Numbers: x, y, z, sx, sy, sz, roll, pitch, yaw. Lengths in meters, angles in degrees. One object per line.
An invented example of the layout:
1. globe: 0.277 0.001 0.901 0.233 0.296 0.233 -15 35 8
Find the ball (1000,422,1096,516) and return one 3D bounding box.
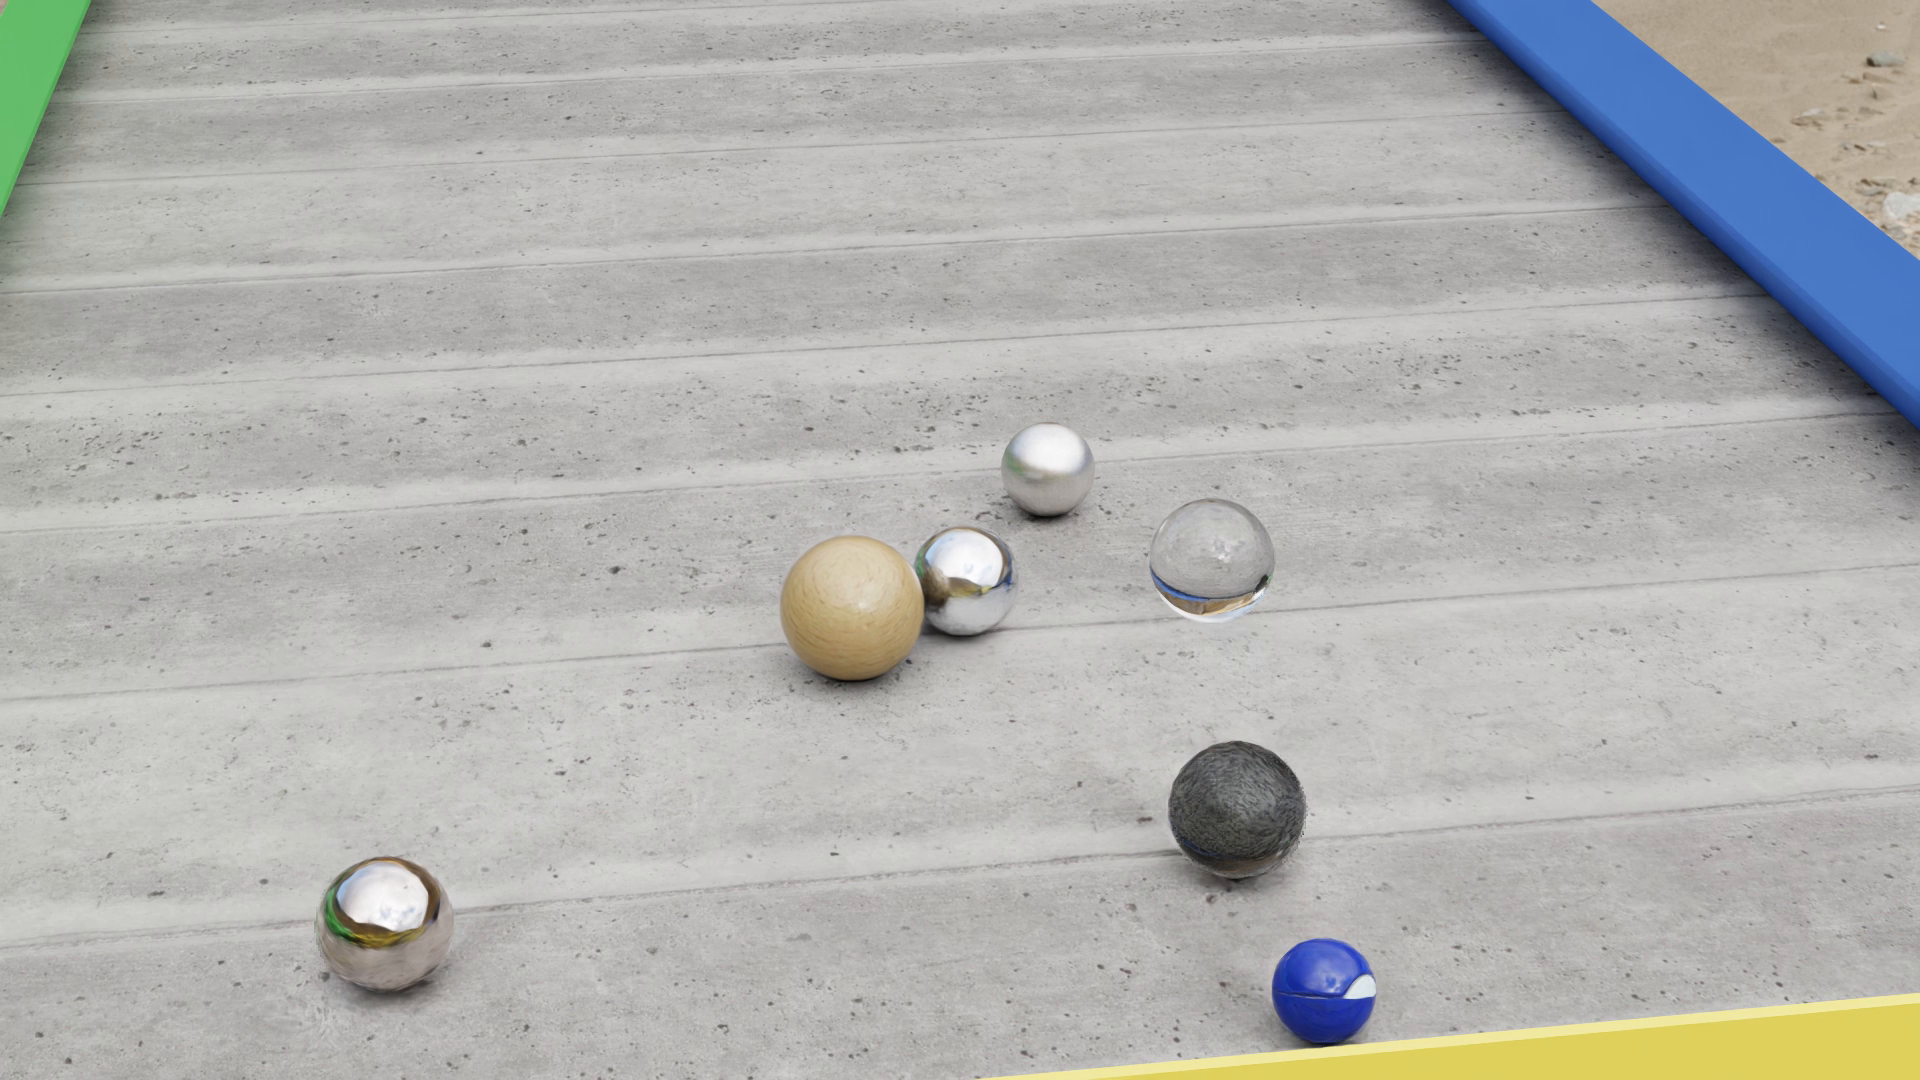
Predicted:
1. ball: 0.061 -0.049 2.051 0.066 0.066 0.066 0 26 0

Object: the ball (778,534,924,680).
1. ball: -0.067 0.042 1.834 0.091 0.091 0.091 0 26 0

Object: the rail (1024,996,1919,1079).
1. rail: 0.102 0.272 1.329 1.499 0.118 0.045 -4 26 -8

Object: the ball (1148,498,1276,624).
1. ball: 0.163 0.013 1.904 0.081 0.081 0.081 0 26 0

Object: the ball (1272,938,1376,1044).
1. ball: 0.185 0.229 1.494 0.053 0.053 0.053 0 26 0

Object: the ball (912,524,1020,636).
1. ball: 0.003 0.026 1.890 0.071 0.071 0.071 0 26 0

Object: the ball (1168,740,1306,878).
1. ball: 0.153 0.149 1.631 0.076 0.076 0.076 0 26 0

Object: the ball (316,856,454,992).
1. ball: -0.299 0.200 1.533 0.071 0.071 0.071 0 26 0

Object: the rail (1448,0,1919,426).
1. rail: 0.612 -0.372 2.652 0.045 0.118 2.803 -4 26 -8

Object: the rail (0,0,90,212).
1. rail: -0.823 -0.277 2.456 0.045 0.118 2.803 -4 26 -8
